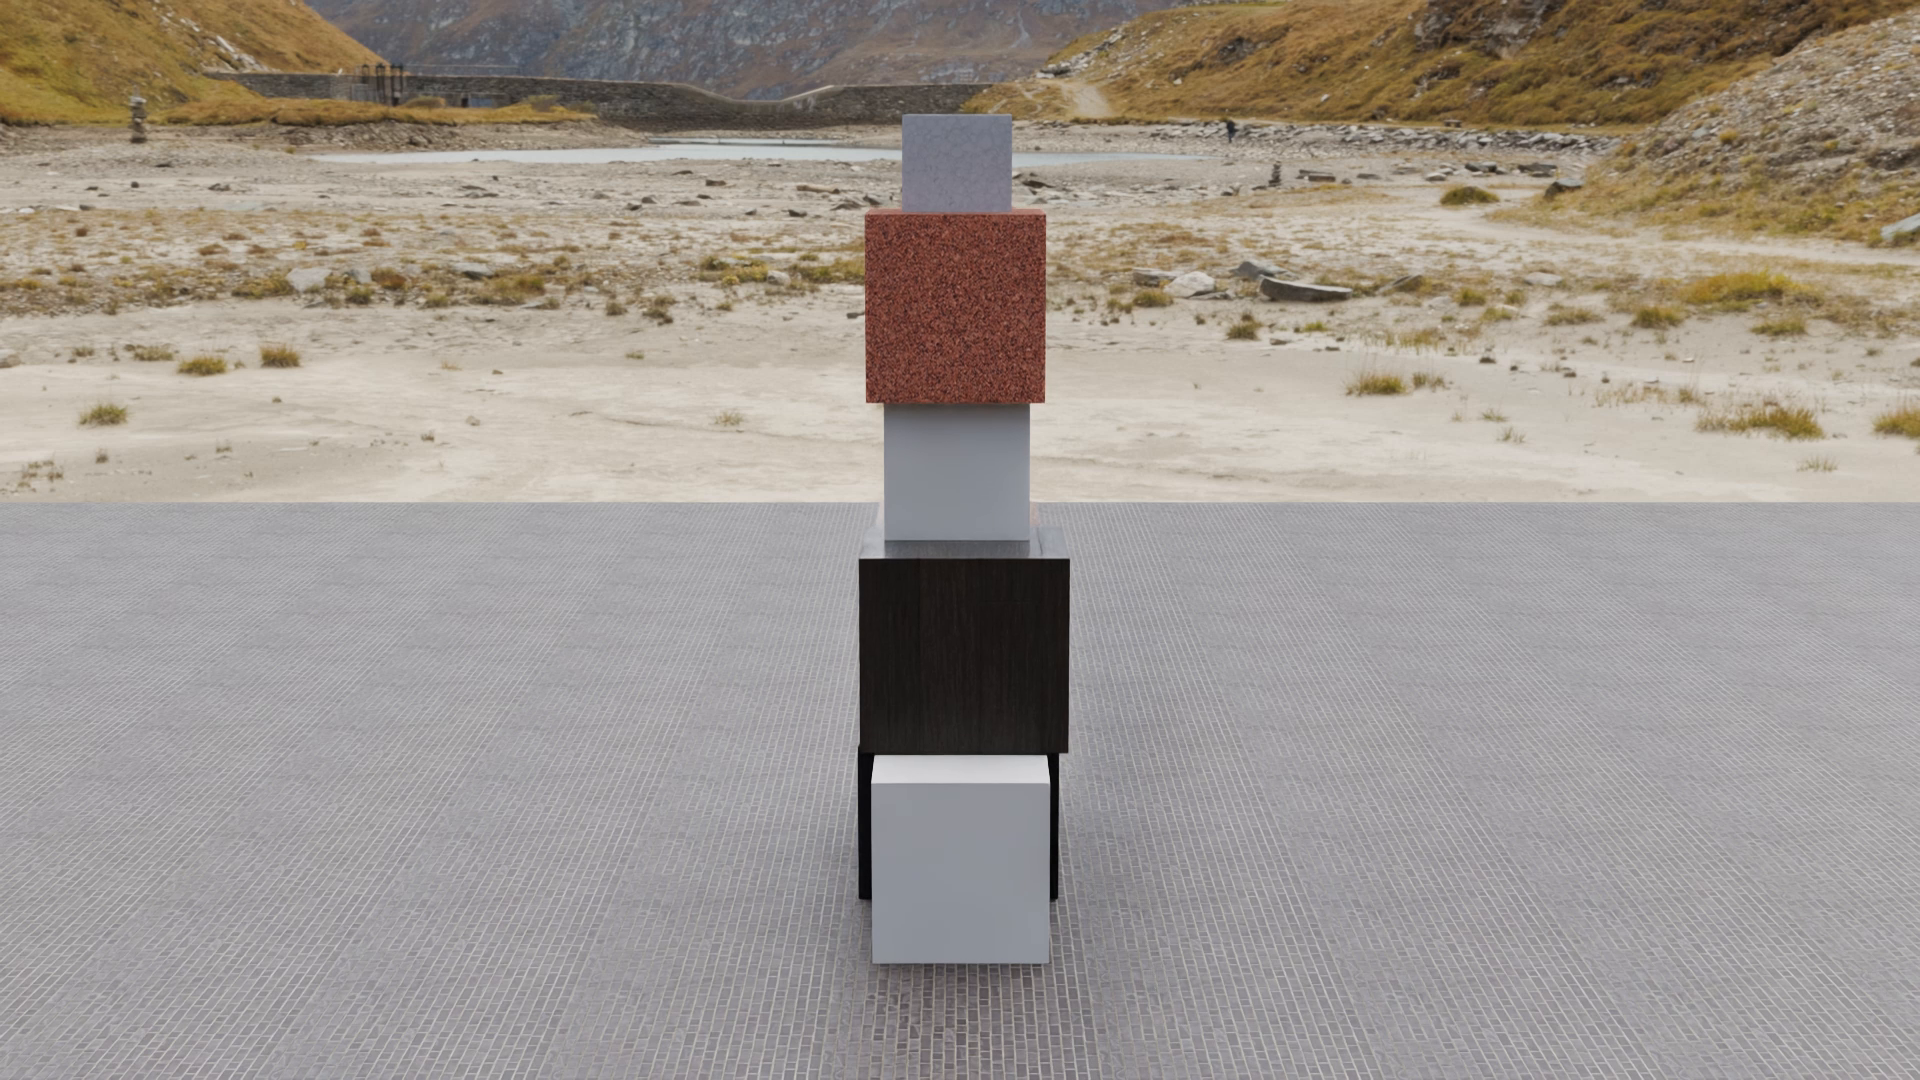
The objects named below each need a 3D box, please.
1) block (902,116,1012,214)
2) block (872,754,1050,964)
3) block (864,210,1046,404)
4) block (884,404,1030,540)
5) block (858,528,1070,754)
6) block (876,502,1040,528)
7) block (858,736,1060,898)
[{"bbox_3d":[-0.012,-1.604,10.947,0.459,0.405,0.427,0,9,0],"label":"block"},{"bbox_3d":[0.003,1.254,10.584,0.707,0.746,0.806,0,10,0],"label":"block"},{"bbox_3d":[-0.019,-1.019,11.038,0.747,0.780,0.834,0,9,0],"label":"block"},{"bbox_3d":[-0.013,-0.342,11.144,0.615,0.591,0.641,0,9,0],"label":"block"},{"bbox_3d":[0.017,0.410,10.881,0.857,0.810,0.836,0,9,0],"label":"block"},{"bbox_3d":[-0.009,0.259,11.665,0.725,0.757,0.742,0,10,0],"label":"block"},{"bbox_3d":[-0.007,1.143,11.382,0.860,0.678,0.784,0,10,0],"label":"block"}]
